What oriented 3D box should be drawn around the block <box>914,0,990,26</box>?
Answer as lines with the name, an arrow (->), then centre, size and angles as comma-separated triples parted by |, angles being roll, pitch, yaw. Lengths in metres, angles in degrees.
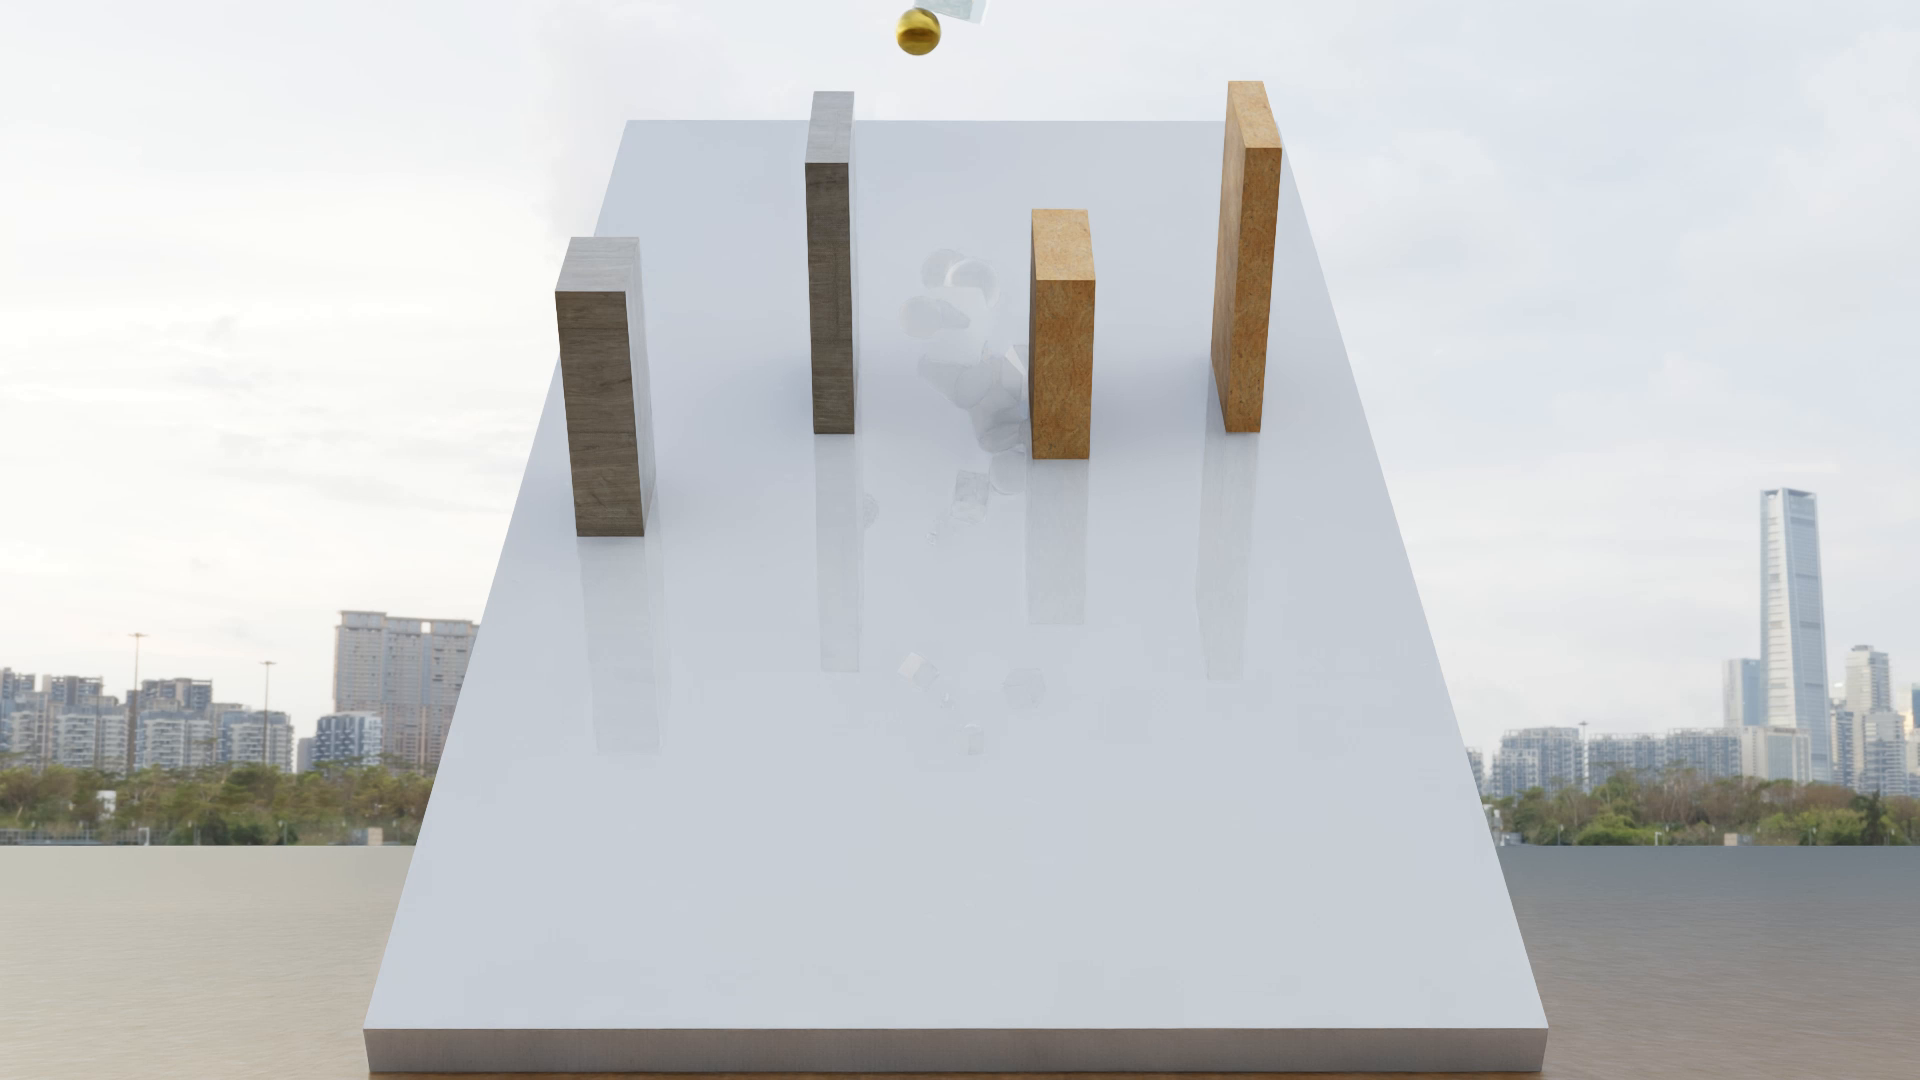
block -> -0.011, -1.583, 6.995 | 0.169, 0.169, 0.169 | 18, 12, 12

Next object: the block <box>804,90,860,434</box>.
block -> -0.301, -0.664, 5.847 | 0.098, 0.698, 0.431 | 0, 32, 0

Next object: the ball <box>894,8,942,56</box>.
ball -> -0.119, -1.442, 6.935 | 0.135, 0.135, 0.135 | 0, -7, 0

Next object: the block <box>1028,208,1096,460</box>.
block -> 0.238, -0.490, 5.791 | 0.133, 0.466, 0.387 | 0, 32, 0

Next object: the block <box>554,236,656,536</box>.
block -> -0.779, -0.336, 5.404 | 0.149, 0.606, 0.270 | 0, 32, 0

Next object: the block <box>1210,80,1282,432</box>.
block -> 0.679, -0.676, 5.842 | 0.083, 0.731, 0.407 | 0, 32, 0

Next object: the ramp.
ramp -> -0.015, -0.191, 5.845 | 2.000, 0.100, 4.000 | 0, 32, 0
